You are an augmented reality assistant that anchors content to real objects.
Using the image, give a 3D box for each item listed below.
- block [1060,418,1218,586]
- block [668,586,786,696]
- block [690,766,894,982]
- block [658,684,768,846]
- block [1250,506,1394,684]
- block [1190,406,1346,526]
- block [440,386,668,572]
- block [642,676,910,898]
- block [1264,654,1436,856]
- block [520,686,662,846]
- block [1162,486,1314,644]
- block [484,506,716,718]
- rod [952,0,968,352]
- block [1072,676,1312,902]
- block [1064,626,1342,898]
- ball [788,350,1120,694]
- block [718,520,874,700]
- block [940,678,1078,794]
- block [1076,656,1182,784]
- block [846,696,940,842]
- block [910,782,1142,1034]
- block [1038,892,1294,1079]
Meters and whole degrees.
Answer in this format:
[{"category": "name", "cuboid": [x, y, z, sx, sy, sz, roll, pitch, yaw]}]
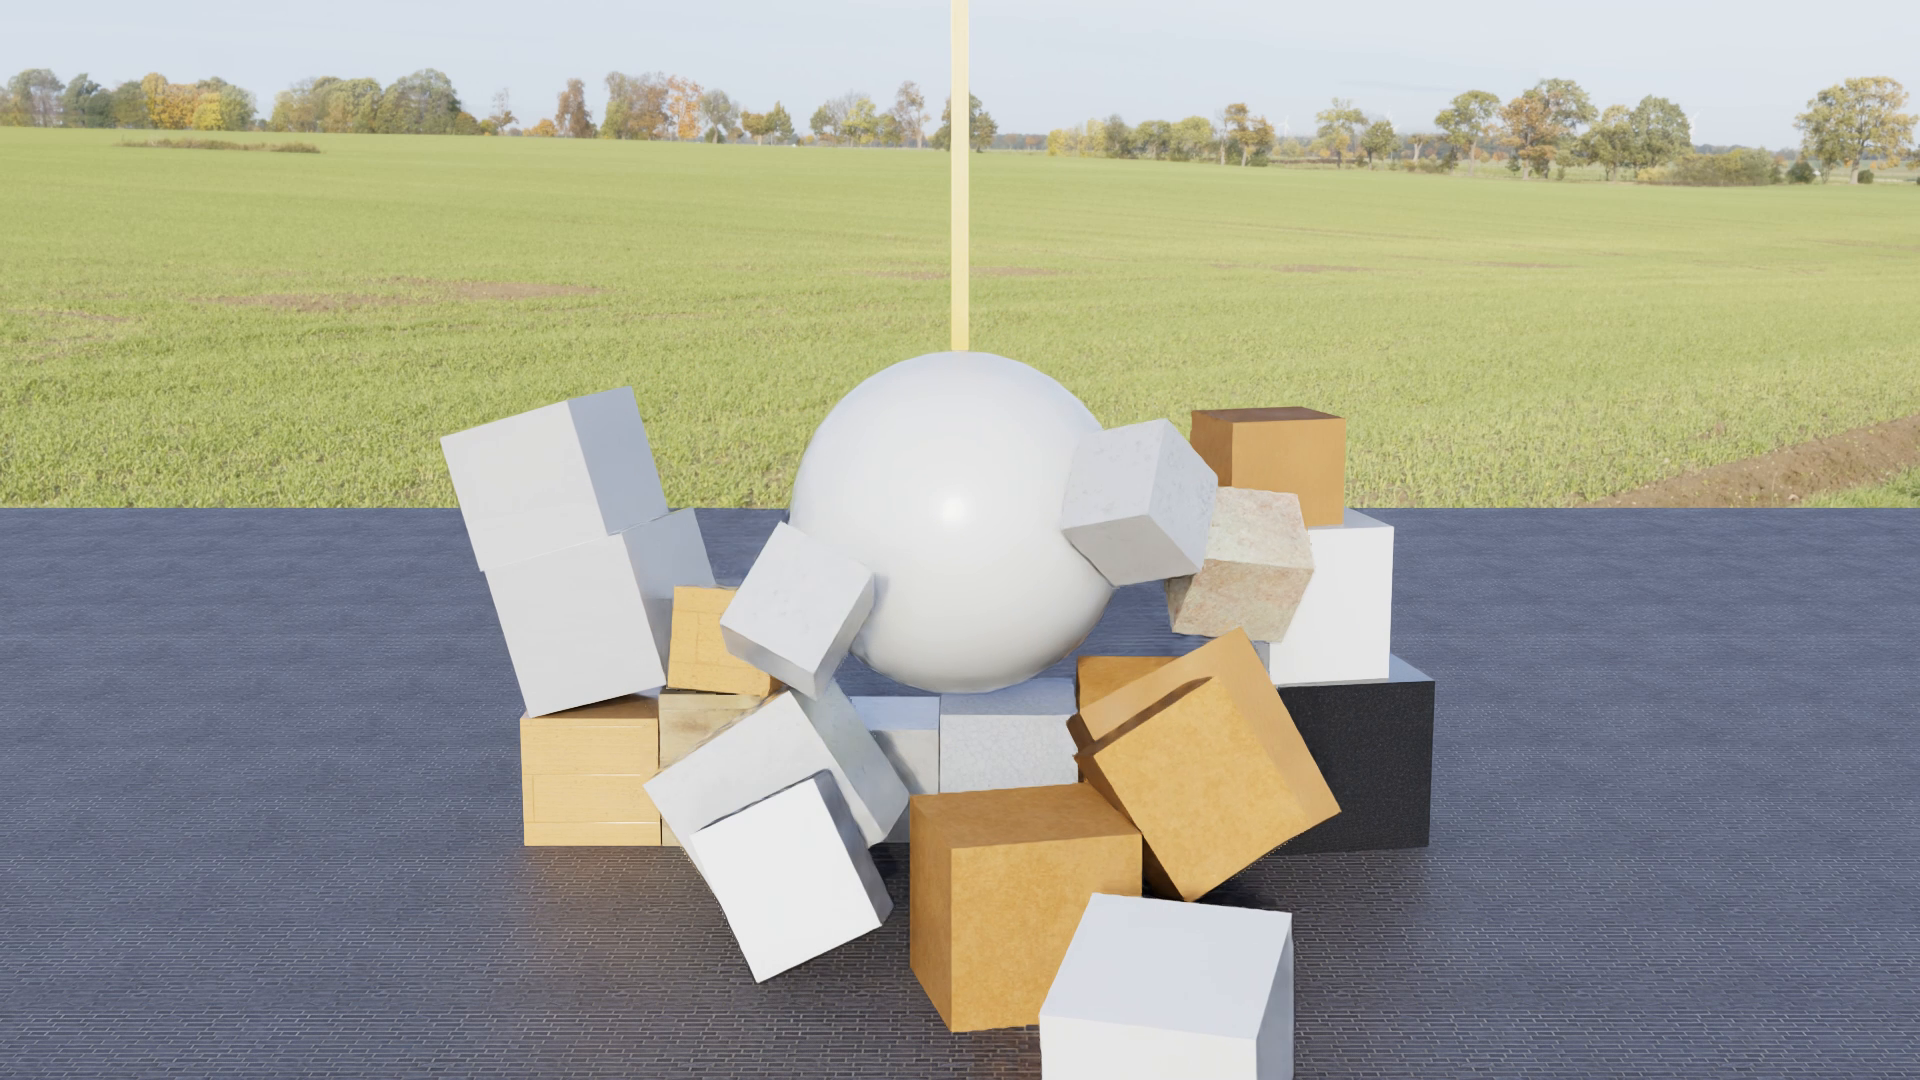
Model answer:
[{"category": "block", "cuboid": [0.785, -0.160, 9.578, 0.442, 0.497, 0.474, -10, -38, 35]}, {"category": "block", "cuboid": [-1.073, 0.489, 10.845, 0.531, 0.492, 0.512, 4, 0, 18]}, {"category": "block", "cuboid": [-0.698, 1.399, 9.272, 0.565, 0.663, 0.527, -25, -2, 3]}, {"category": "block", "cuboid": [-1.132, 1.091, 11.368, 0.733, 0.786, 0.719, 0, 10, 0]}, {"category": "block", "cuboid": [1.762, 0.267, 11.144, 0.629, 0.764, 0.641, -2, 11, -12]}, {"category": "block", "cuboid": [1.536, -0.368, 11.023, 0.604, 0.528, 0.523, -3, 11, -16]}, {"category": "block", "cuboid": [-2.048, -0.324, 11.182, 0.723, 0.691, 0.774, -15, 5, 17]}, {"category": "block", "cuboid": [-0.814, 1.148, 10.056, 0.792, 0.769, 0.825, -33, 1, 9]}, {"category": "block", "cuboid": [1.838, 1.065, 11.303, 0.915, 0.861, 0.809, -2, 10, -10]}, {"category": "block", "cuboid": [-1.853, 1.149, 11.407, 0.687, 0.658, 0.758, 0, 10, 0]}, {"category": "block", "cuboid": [1.276, 0.108, 10.214, 0.532, 0.502, 0.485, 6, 45, -10]}, {"category": "block", "cuboid": [-1.771, 0.357, 11.215, 0.792, 0.771, 0.829, -14, 5, 20]}, {"category": "rod", "cuboid": [0.000, -3.478, 10.160, 0.080, 5.200, 0.080, 0, 2, 0]}, {"category": "block", "cuboid": [0.954, 1.039, 9.198, 0.606, 0.708, 0.628, -32, -2, -7]}, {"category": "block", "cuboid": [1.081, 1.026, 10.024, 0.815, 0.917, 0.841, -27, -7, -5]}, {"category": "ball", "cuboid": [0.000, -0.080, 10.271, 1.600, 1.600, 1.600, 0, 10, 0]}, {"category": "block", "cuboid": [-0.674, 0.302, 9.221, 0.443, 0.499, 0.486, 28, -16, 7]}, {"category": "block", "cuboid": [0.247, 1.141, 11.368, 0.686, 0.689, 0.764, 0, 10, 0]}, {"category": "block", "cuboid": [0.935, 1.065, 11.135, 0.673, 0.632, 0.718, 0, 43, 0]}, {"category": "block", "cuboid": [-0.432, 1.183, 11.409, 0.648, 0.590, 0.664, 0, 10, 0]}, {"category": "block", "cuboid": [0.259, 1.506, 9.129, 0.789, 0.767, 0.723, -3, 11, -14]}, {"category": "block", "cuboid": [0.734, 1.750, 7.602, 0.719, 0.685, 0.764, 3, 24, 17]}]
